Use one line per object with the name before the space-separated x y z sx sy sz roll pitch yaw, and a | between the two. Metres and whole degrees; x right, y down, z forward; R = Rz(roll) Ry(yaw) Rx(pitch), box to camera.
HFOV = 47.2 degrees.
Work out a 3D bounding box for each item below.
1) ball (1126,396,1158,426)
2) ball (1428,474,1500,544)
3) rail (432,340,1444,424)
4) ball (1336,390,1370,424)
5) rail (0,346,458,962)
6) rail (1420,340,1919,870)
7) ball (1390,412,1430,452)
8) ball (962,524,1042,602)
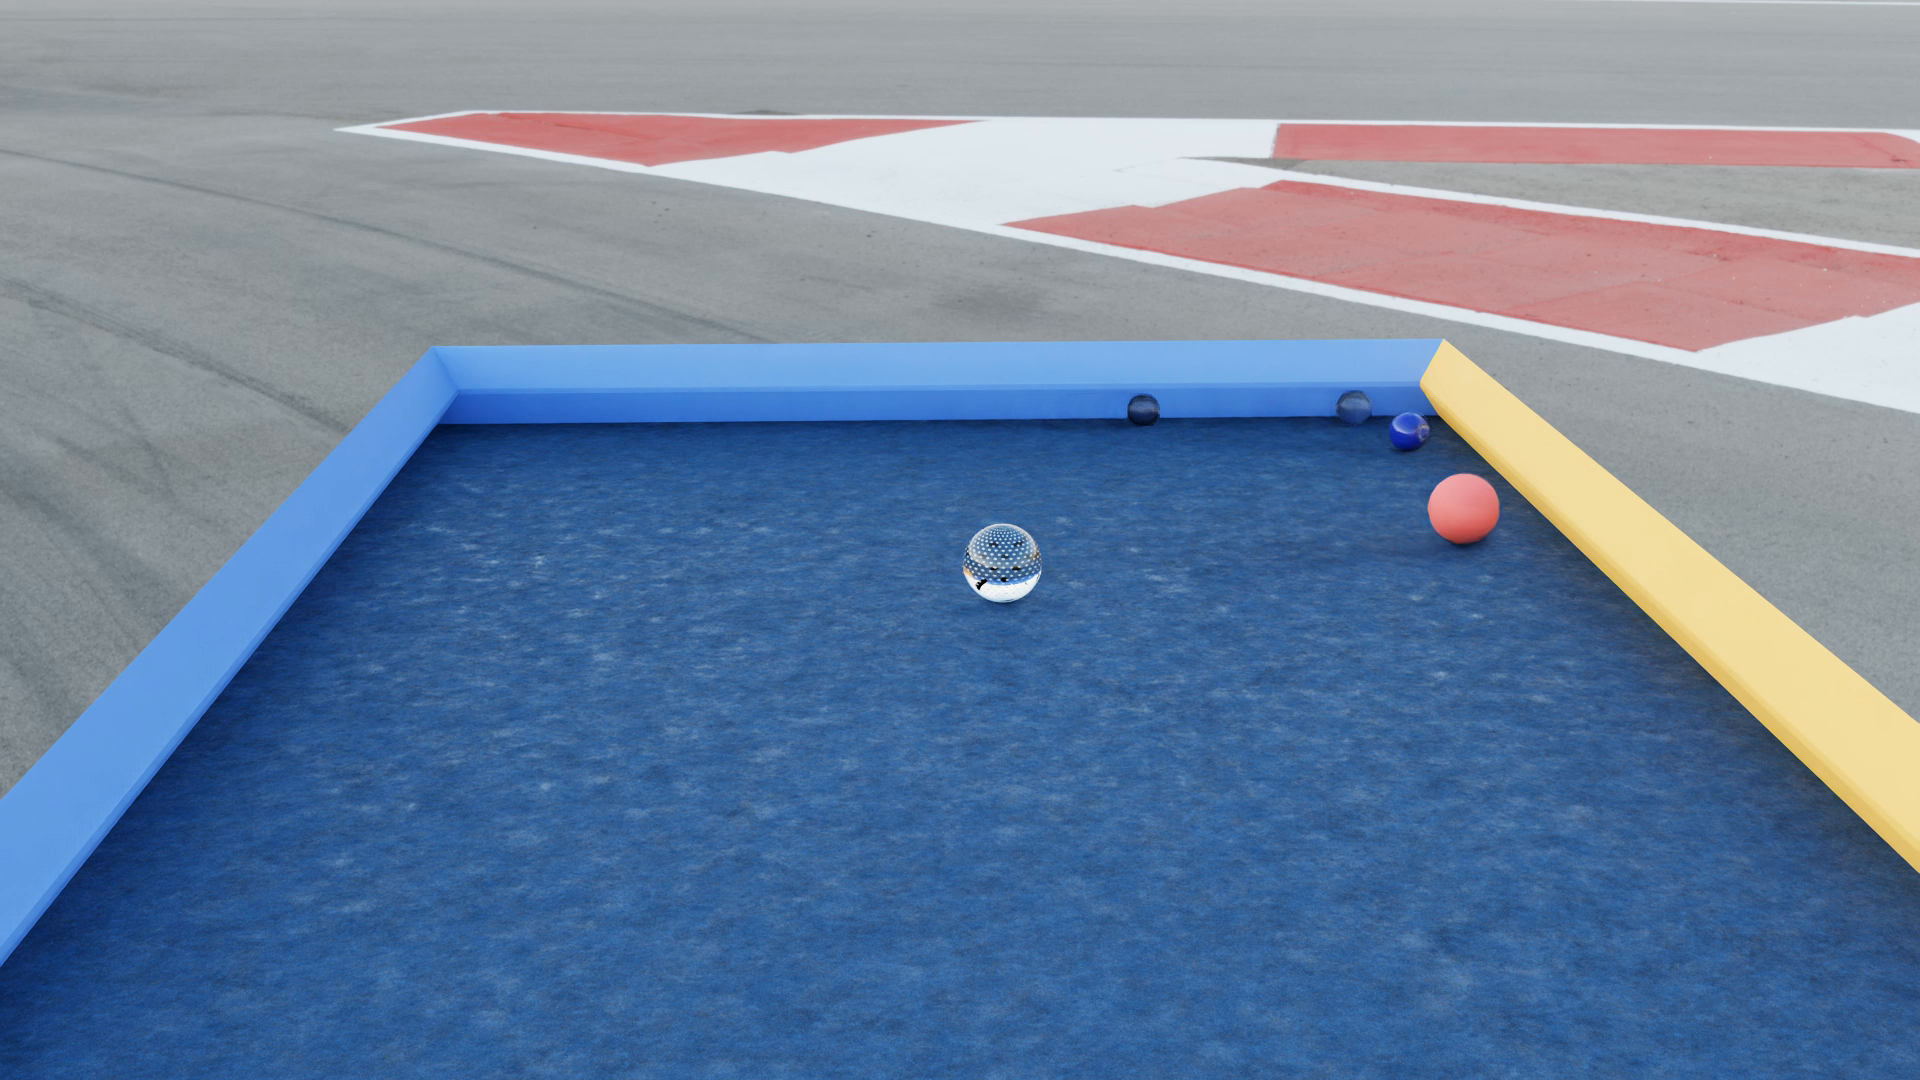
ball | 0.275 -0.196 3.324 0.046 0.046 0.046 0 17 0
ball | 0.625 -0.038 2.729 0.087 0.087 0.087 0 17 0
rail | -0.027 -0.236 3.328 1.538 0.118 0.045 -1 17 -2
ball | 0.595 -0.200 3.330 0.051 0.051 0.051 0 17 0
rail | -0.717 0.199 1.882 0.045 0.118 3.014 -1 17 -2
rail | 0.773 0.183 1.935 0.045 0.118 3.014 -1 17 -2
ball | 0.648 -0.156 3.174 0.057 0.057 0.057 0 17 0
ball | 0.048 0.026 2.508 0.091 0.091 0.091 0 17 0
